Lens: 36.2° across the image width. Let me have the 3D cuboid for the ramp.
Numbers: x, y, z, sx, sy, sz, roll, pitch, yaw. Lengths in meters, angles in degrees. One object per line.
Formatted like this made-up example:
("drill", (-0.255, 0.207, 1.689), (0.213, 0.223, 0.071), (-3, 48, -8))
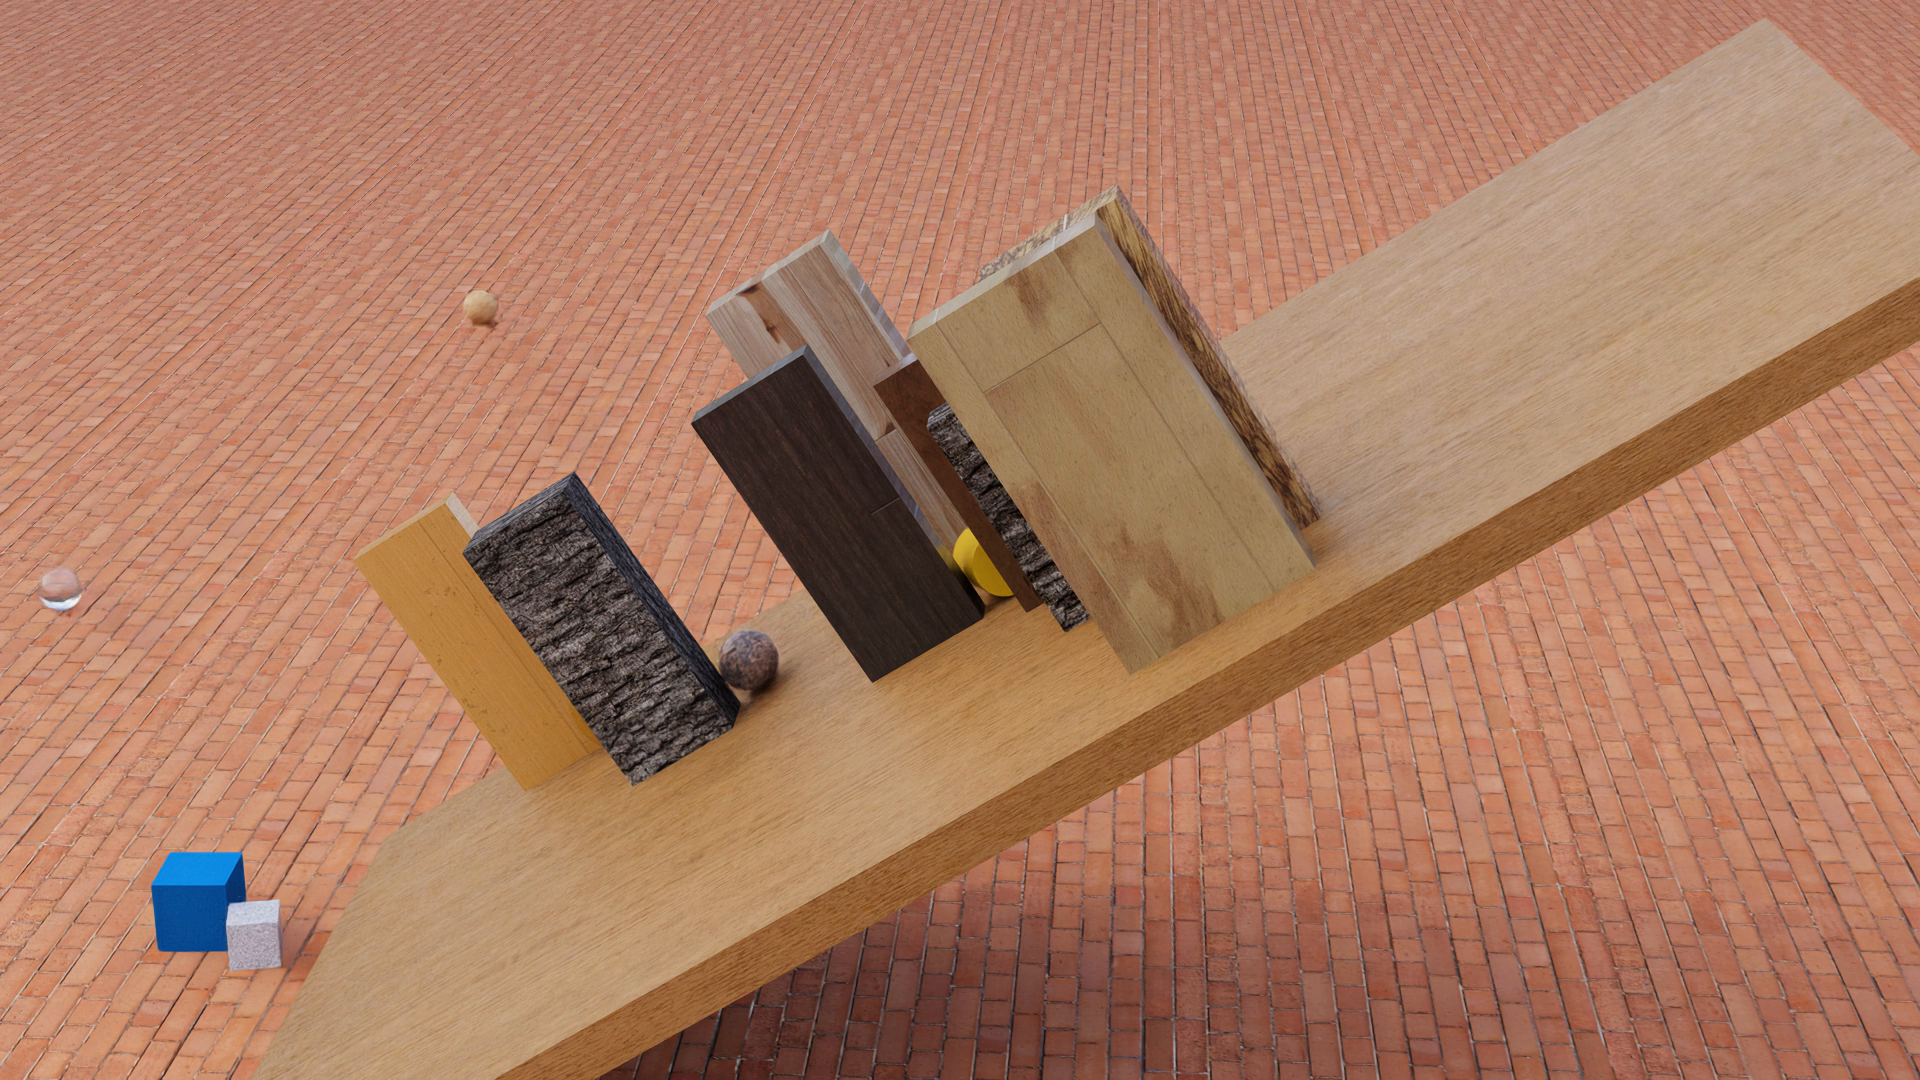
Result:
("ramp", (0.140, 0.170, 6.294), (4.000, 0.100, 2.000), (-31, 15, 14))

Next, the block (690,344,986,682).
("block", (-0.256, -0.052, 6.279), (0.287, 0.694, 0.082), (-31, 15, 14))

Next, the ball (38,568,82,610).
("ball", (-2.881, 0.159, 9.417), (0.134, 0.134, 0.134), (0, 20, 0))

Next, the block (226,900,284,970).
("block", (-1.731, 0.970, 7.222), (0.122, 0.122, 0.122), (-3, 20, -9))

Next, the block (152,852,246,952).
("block", (-1.892, 0.900, 7.325), (0.181, 0.181, 0.181), (0, 20, 0))

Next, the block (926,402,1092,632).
("block", (0.185, -0.099, 5.851), (0.260, 0.509, 0.101), (-31, 15, 14))

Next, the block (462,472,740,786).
("block", (-0.810, 0.205, 6.696), (0.279, 0.670, 0.144), (-31, 15, 14))

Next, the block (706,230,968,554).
("block", (-0.227, -0.299, 6.813), (0.330, 0.781, 0.115), (-31, 15, 14))

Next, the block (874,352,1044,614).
("block", (0.125, -0.178, 6.080), (0.338, 0.584, 0.087), (-31, 15, 14))

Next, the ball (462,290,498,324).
("ball", (-2.045, -0.992, 12.541), (0.149, 0.149, 0.149), (0, 20, 0))

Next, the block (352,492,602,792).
("block", (-1.147, 0.252, 7.173), (0.280, 0.715, 0.083), (-31, 15, 14))

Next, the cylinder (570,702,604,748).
("cylinder", (-0.820, 0.384, 7.116), (0.178, 0.178, 0.178), (12, 40, 29))

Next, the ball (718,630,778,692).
("ball", (-0.491, 0.280, 6.814), (0.142, 0.142, 0.142), (0, 20, 0))

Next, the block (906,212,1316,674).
("block", (0.280, -0.170, 5.379), (0.399, 0.762, 0.105), (-31, 15, 14))

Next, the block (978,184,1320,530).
("block", (0.363, -0.280, 5.596), (0.305, 0.736, 0.119), (-31, 15, 14))

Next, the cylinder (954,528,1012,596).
("cylinder", (0.076, 0.040, 6.356), (0.146, 0.146, 0.146), (-6, 8, -16))
